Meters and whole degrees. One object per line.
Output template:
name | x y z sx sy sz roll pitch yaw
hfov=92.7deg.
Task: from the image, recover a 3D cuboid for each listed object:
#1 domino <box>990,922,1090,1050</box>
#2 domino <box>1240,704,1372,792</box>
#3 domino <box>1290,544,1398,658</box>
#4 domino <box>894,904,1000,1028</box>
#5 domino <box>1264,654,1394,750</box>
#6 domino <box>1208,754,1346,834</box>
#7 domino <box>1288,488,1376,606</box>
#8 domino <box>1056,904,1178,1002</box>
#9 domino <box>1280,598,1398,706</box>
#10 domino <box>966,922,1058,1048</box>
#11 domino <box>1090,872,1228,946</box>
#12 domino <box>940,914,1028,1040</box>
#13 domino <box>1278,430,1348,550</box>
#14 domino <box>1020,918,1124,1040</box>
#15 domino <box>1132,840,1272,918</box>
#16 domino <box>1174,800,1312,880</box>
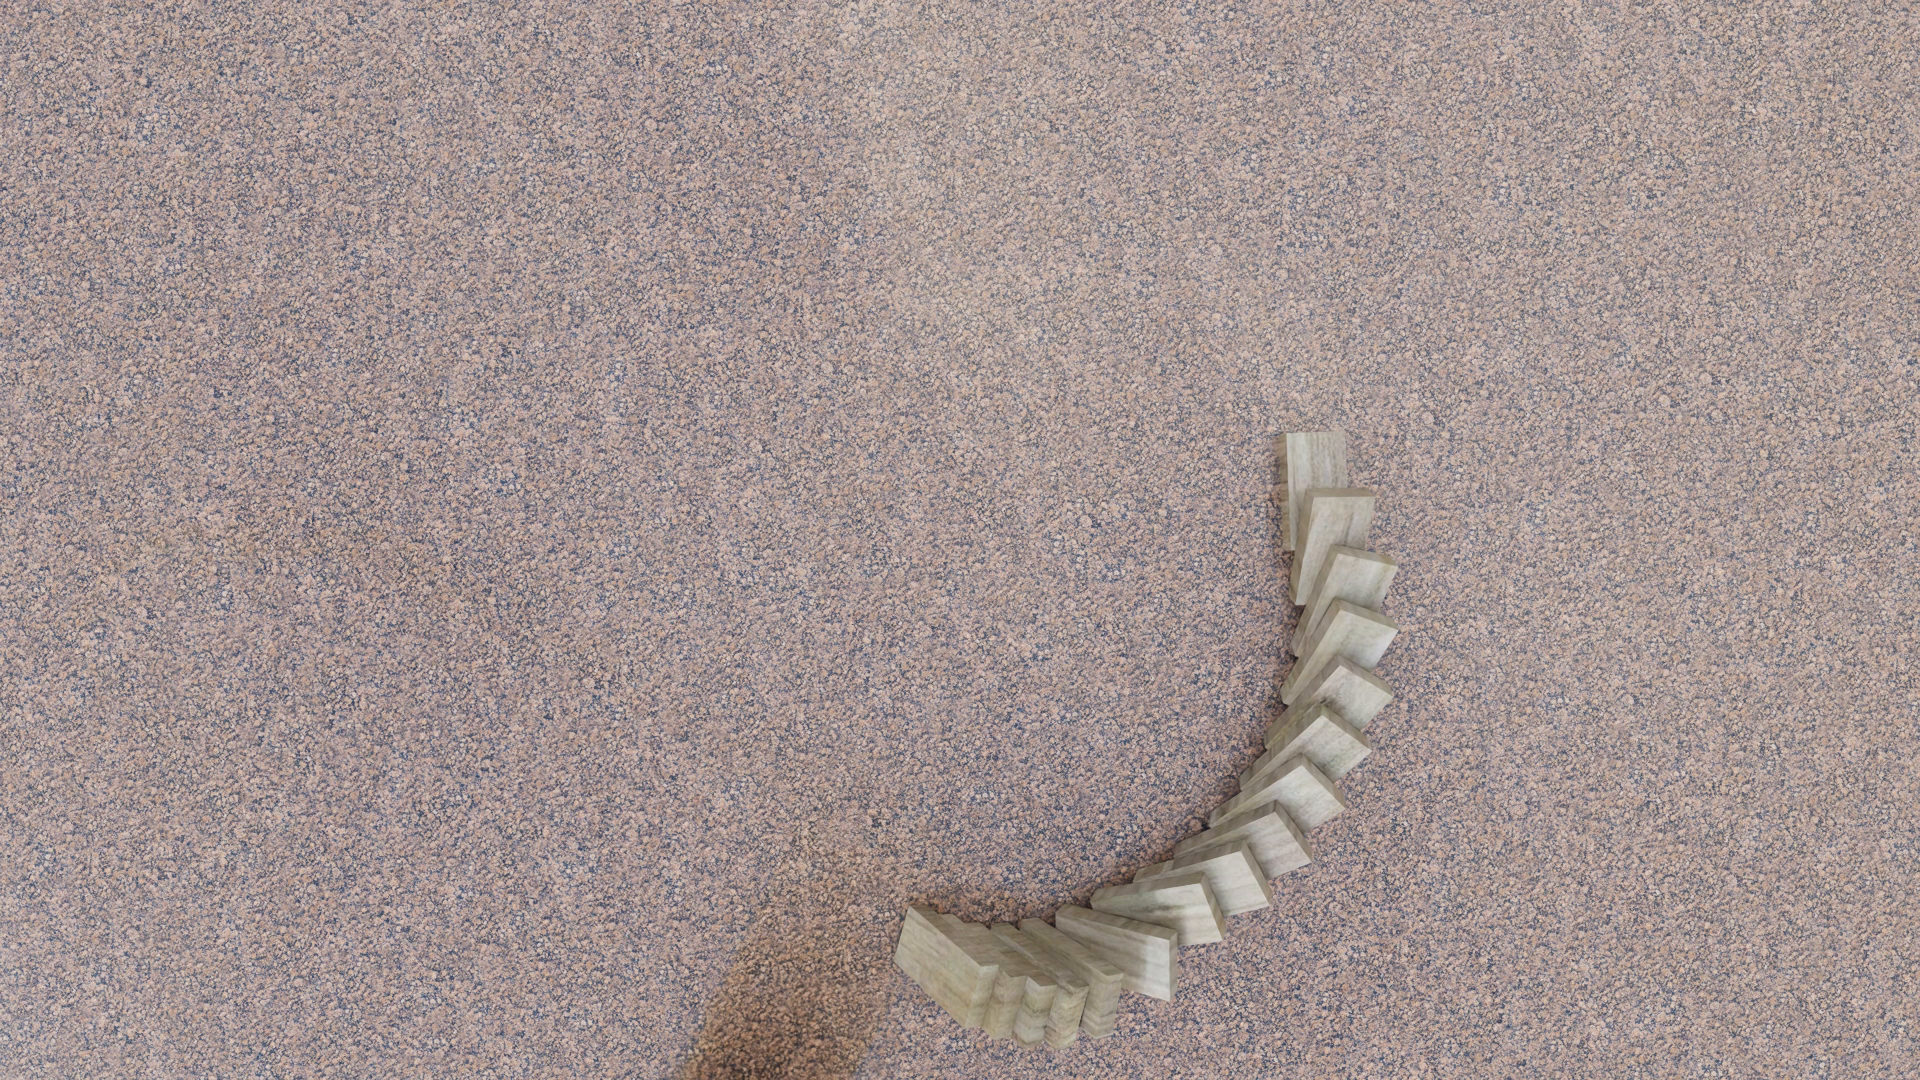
domino | 0.029 0.182 0.377 0.009 0.050 0.025 15 90 -39
domino | 0.144 0.094 0.384 0.025 0.009 0.050 36 117 0
domino | 0.161 0.028 0.385 0.025 0.010 0.050 12 115 0
domino | -0.007 0.174 0.378 0.009 0.050 0.025 15 90 -39
domino | 0.153 0.074 0.384 0.025 0.010 0.050 31 117 0
domino | 0.132 0.114 0.384 0.025 0.009 0.050 45 117 0
domino | 0.155 0.003 0.385 0.025 0.010 0.050 -1 116 0
domino | 0.065 0.171 0.382 0.050 0.010 0.025 1 94 32
domino | 0.158 0.051 0.384 0.025 0.009 0.050 19 118 0
domino | 0.017 0.182 0.378 0.010 0.050 0.025 15 90 -39
domino | 0.083 0.157 0.384 0.050 0.009 0.025 -22 90 28
domino | 0.005 0.178 0.378 0.010 0.050 0.025 15 90 -39
domino | 0.153 -0.021 0.395 0.025 0.009 0.050 -2 90 0
domino | 0.043 0.179 0.378 0.010 0.050 0.025 11 90 -39
domino | 0.101 0.145 0.384 0.050 0.010 0.025 -28 90 28
domino | 0.118 0.131 0.384 0.050 0.009 0.025 -36 90 28
